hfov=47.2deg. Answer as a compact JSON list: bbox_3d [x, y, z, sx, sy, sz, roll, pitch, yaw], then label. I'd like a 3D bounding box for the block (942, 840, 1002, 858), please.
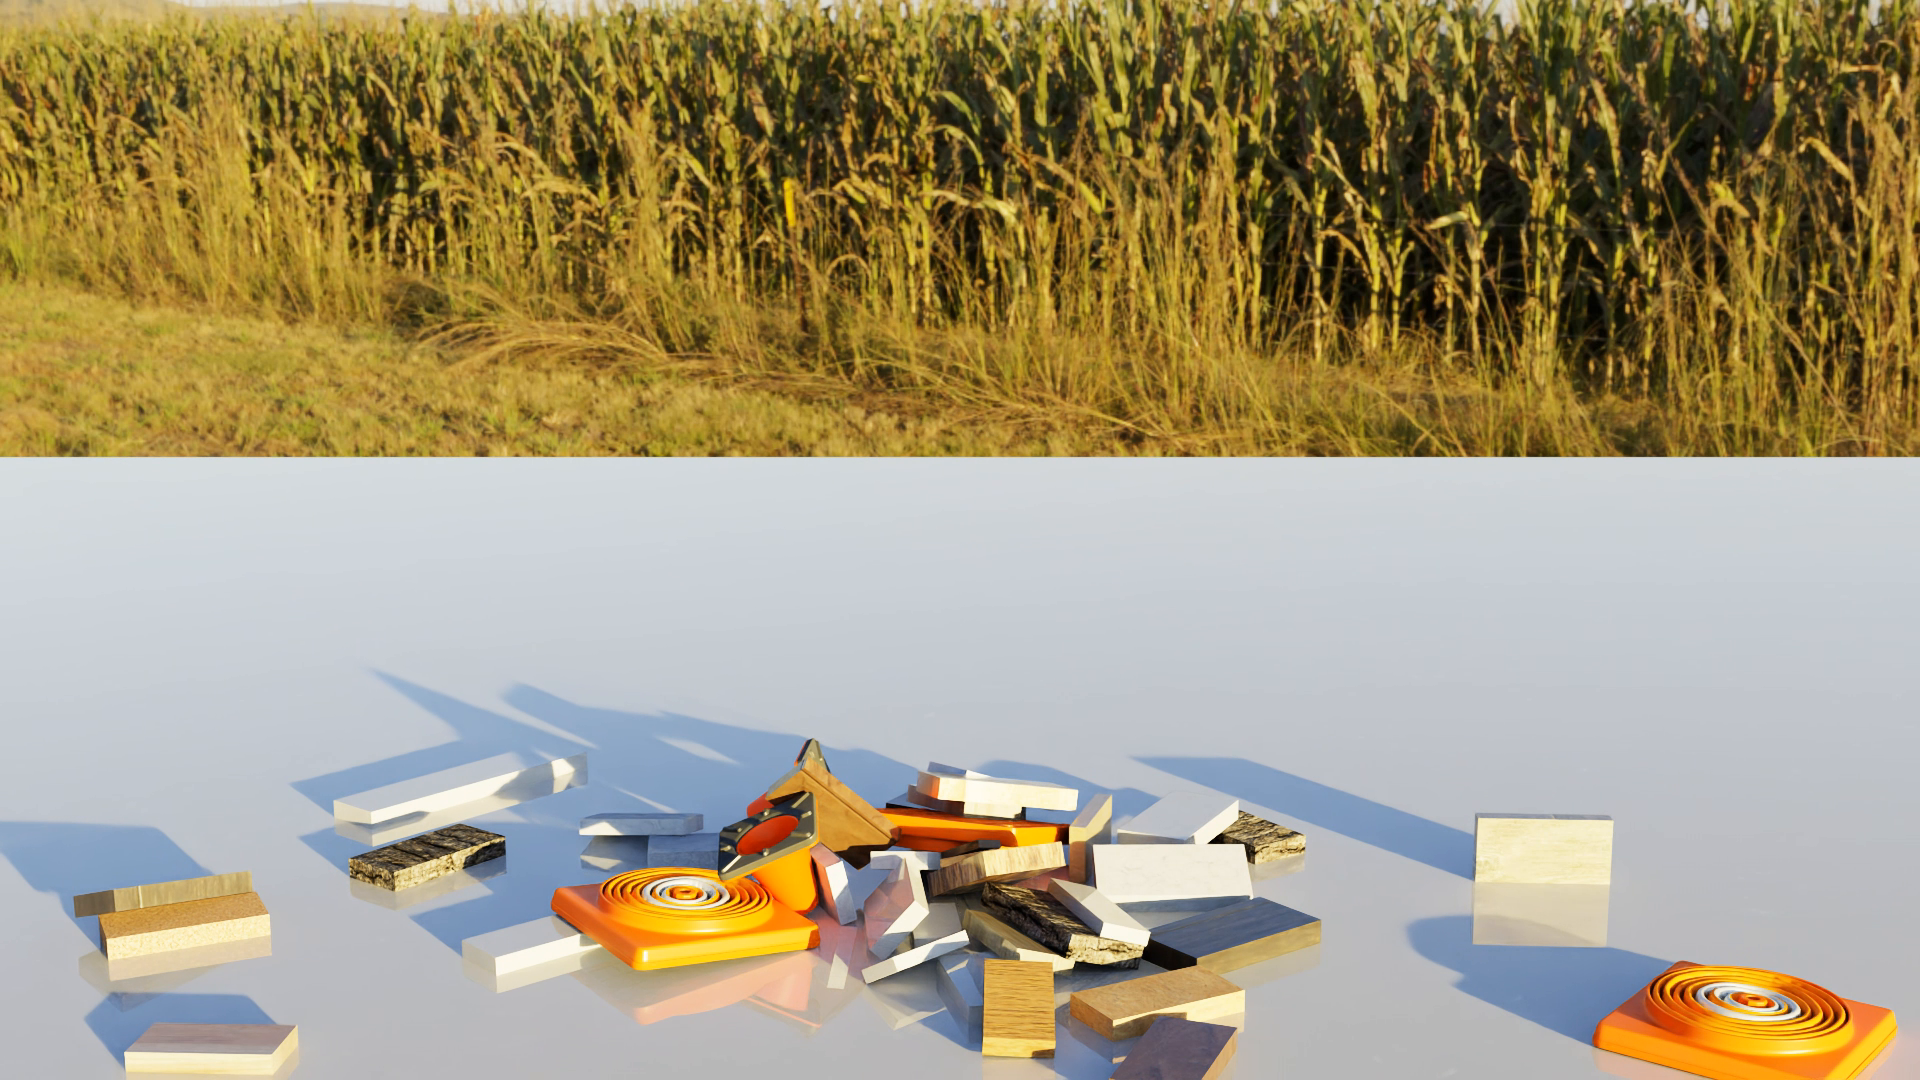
[{"bbox_3d":[0.018,0.506,3.589,0.047,0.013,0.095,8,-24,-40],"label":"block"}]

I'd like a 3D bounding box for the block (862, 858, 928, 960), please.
[{"bbox_3d":[-0.103,0.579,3.464,0.029,0.103,0.207,42,4,-11],"label":"block"}]

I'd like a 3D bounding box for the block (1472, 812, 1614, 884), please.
[{"bbox_3d":[0.986,0.523,3.726,0.224,0.112,0.032,1,11,3],"label":"block"}]

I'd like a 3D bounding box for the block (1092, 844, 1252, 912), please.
[{"bbox_3d":[0.348,0.557,3.625,0.252,0.036,0.126,0,33,-1],"label":"block"}]

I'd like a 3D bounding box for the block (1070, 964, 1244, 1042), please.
[{"bbox_3d":[0.285,0.666,3.170,0.226,0.032,0.113,-6,12,-29],"label":"block"}]

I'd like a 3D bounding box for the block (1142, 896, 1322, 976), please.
[{"bbox_3d":[0.418,0.618,3.415,0.268,0.038,0.134,-8,13,-37],"label":"block"}]

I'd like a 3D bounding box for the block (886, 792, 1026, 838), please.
[{"bbox_3d":[-0.008,0.502,4.054,0.231,0.033,0.116,6,12,29],"label":"block"}]

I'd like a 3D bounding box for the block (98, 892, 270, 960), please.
[{"bbox_3d":[-1.226,0.608,3.477,0.241,0.034,0.121,-5,12,-26],"label":"block"}]

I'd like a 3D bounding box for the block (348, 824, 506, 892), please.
[{"bbox_3d":[-0.919,0.547,3.804,0.121,0.034,0.241,8,13,36],"label":"block"}]

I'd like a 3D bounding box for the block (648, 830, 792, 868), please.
[{"bbox_3d":[-0.418,0.542,3.853,0.254,0.028,0.099,-1,11,-6],"label":"block"}]

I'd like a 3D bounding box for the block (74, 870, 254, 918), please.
[{"bbox_3d":[-1.273,0.566,3.520,0.121,0.034,0.241,-14,-8,38],"label":"block"}]

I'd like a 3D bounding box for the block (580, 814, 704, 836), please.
[{"bbox_3d":[-0.570,0.509,3.942,0.197,0.028,0.099,-2,-1,13],"label":"block"}]

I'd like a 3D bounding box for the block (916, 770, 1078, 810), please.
[{"bbox_3d":[0.064,0.437,3.829,0.252,0.036,0.126,7,-2,-18],"label":"block"}]

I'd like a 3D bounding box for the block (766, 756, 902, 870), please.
[{"bbox_3d":[-0.209,0.454,3.639,0.103,0.207,0.029,-40,19,31],"label":"block"}]

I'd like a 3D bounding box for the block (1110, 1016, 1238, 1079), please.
[{"bbox_3d":[0.290,0.705,2.962,0.113,0.032,0.226,4,11,21],"label":"block"}]

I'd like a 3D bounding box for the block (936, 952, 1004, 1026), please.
[{"bbox_3d":[0.037,0.657,3.232,0.099,0.028,0.198,-3,11,-14],"label":"block"}]

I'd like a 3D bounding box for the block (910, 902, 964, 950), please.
[{"bbox_3d":[-0.040,0.613,3.485,0.077,0.022,0.155,-1,11,-5],"label":"block"}]

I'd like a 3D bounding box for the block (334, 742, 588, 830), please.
[{"bbox_3d":[-0.953,0.468,4.234,0.116,0.033,0.513,9,14,39],"label":"block"}]

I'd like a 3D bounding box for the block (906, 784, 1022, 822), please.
[{"bbox_3d":[0.006,0.467,3.916,0.112,0.032,0.224,8,-2,-27],"label":"block"}]

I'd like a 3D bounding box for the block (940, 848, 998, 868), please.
[{"bbox_3d":[0.020,0.518,3.577,0.094,0.013,0.047,-14,-14,17],"label":"block"}]

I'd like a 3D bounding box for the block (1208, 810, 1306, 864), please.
[{"bbox_3d":[0.496,0.524,3.936,0.116,0.033,0.231,-7,13,-33],"label":"block"}]

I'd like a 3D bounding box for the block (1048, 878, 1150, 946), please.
[{"bbox_3d":[0.215,0.582,3.449,0.077,0.022,0.263,15,2,-17],"label":"block"}]

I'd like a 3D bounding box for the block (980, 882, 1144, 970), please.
[{"bbox_3d":[0.156,0.598,3.419,0.134,0.038,0.268,14,2,-29],"label":"block"}]

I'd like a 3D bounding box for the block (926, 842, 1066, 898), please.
[{"bbox_3d":[0.055,0.534,3.558,0.134,0.038,0.268,-4,-14,-22],"label":"block"}]

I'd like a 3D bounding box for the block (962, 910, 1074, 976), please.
[{"bbox_3d":[0.088,0.615,3.364,0.099,0.028,0.198,15,2,-24],"label":"block"}]

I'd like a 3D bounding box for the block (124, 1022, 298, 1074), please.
[{"bbox_3d":[-1.025,0.697,3.015,0.202,0.029,0.101,0,11,3],"label":"block"}]

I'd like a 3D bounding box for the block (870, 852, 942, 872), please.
[{"bbox_3d":[-0.062,0.537,3.672,0.101,0.029,0.202,-3,-10,22],"label":"block"}]

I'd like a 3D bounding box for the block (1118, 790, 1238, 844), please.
[{"bbox_3d":[0.386,0.501,3.874,0.126,0.036,0.252,5,12,27],"label":"block"}]

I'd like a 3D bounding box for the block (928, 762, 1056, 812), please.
[{"bbox_3d":[0.060,0.448,3.990,0.224,0.032,0.112,19,-8,-37],"label":"block"}]

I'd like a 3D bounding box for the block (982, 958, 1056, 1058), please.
[{"bbox_3d":[0.083,0.659,3.103,0.099,0.028,0.198,3,22,0],"label":"block"}]

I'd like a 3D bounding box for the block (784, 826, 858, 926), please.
[{"bbox_3d":[-0.230,0.547,3.604,0.029,0.103,0.207,-19,17,-20],"label":"block"}]

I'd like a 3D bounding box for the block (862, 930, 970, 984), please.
[{"bbox_3d":[-0.066,0.627,3.310,0.155,0.022,0.077,-11,-15,-45],"label":"block"}]

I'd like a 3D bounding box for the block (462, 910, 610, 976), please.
[{"bbox_3d":[-0.657,0.623,3.412,0.202,0.029,0.101,-9,14,-41],"label":"block"}]

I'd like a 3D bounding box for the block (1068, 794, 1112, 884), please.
[{"bbox_3d":[0.226,0.515,3.804,0.028,0.099,0.197,3,11,16],"label":"block"}]
